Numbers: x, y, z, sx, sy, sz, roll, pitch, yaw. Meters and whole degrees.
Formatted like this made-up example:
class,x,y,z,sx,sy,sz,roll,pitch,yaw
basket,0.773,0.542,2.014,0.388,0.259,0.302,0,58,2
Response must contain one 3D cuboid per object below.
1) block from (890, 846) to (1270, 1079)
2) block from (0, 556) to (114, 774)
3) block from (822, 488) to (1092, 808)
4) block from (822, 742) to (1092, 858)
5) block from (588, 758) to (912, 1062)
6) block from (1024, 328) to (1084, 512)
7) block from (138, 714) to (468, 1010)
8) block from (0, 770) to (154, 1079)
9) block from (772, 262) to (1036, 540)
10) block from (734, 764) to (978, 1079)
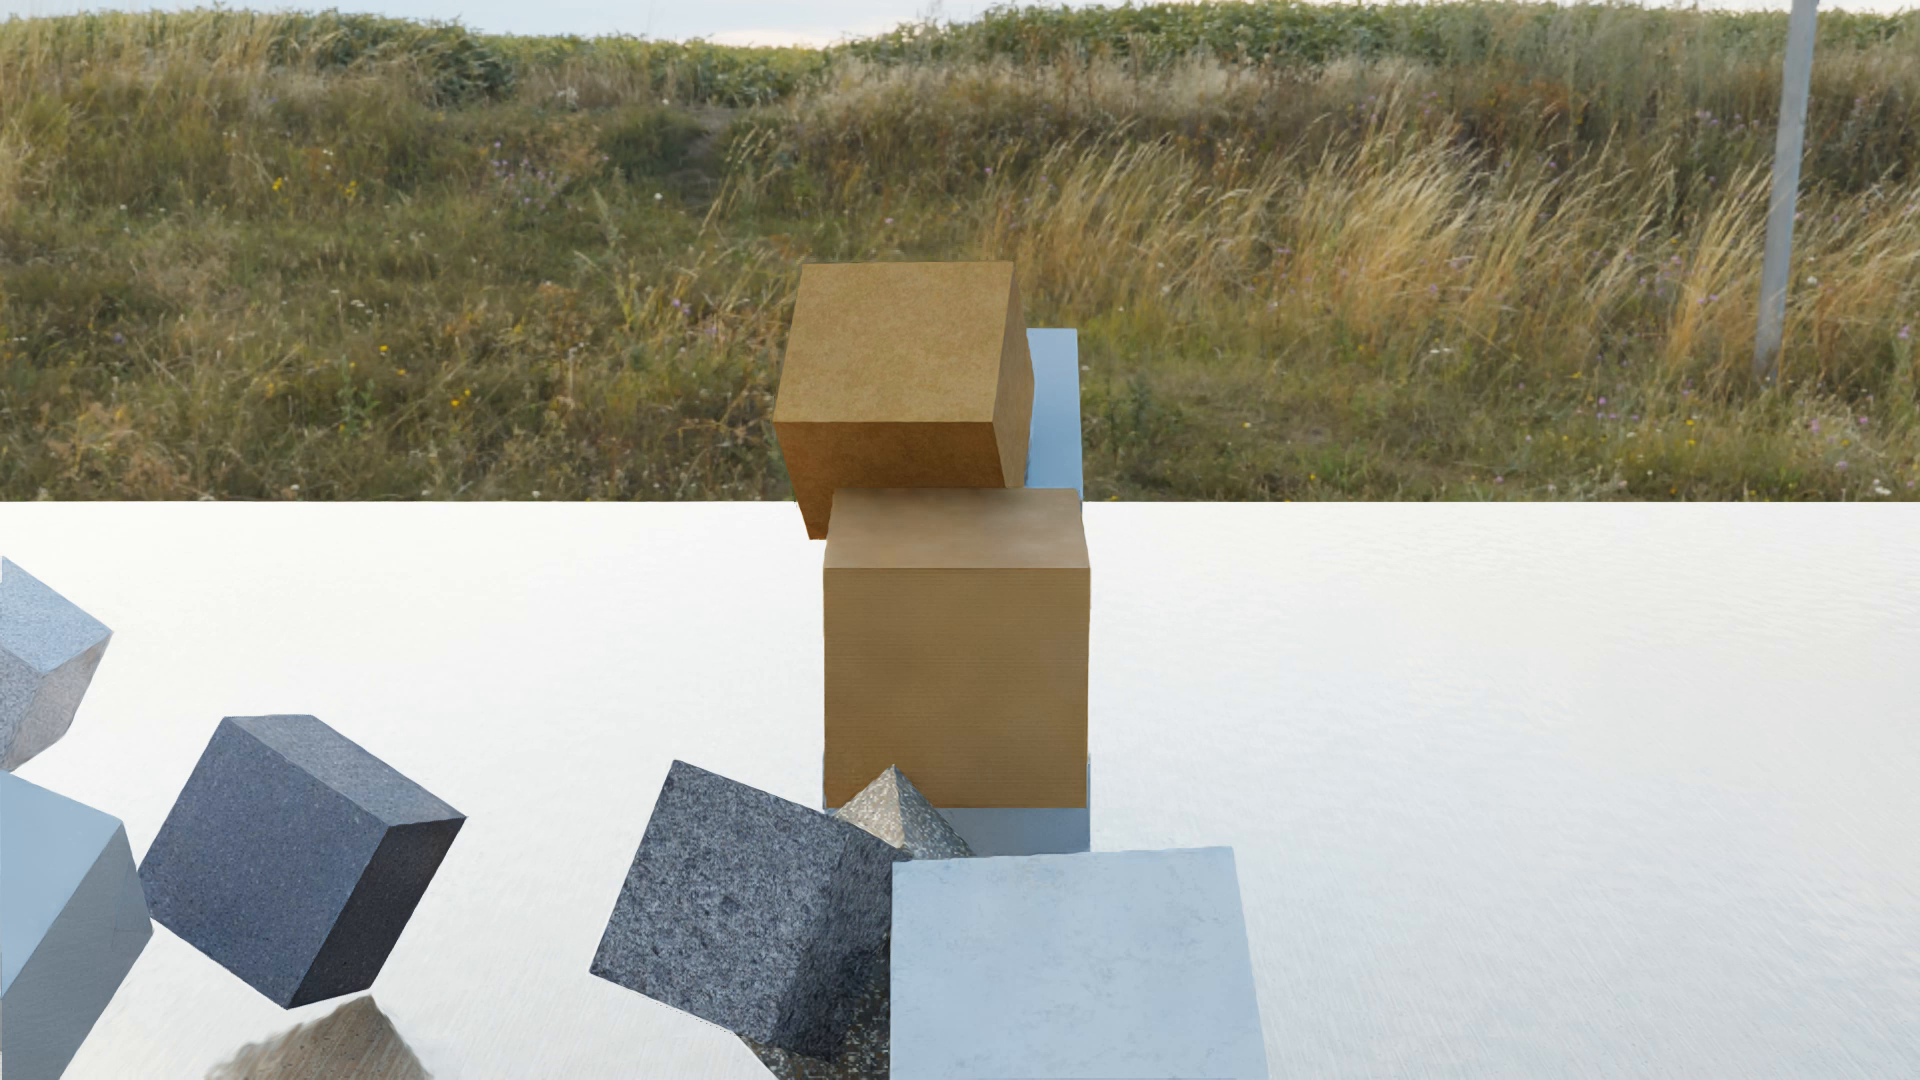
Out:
class,x,y,z,sx,sy,sz,roll,pitch,yaw
block,0.323,1.564,7.188,0.973,0.968,0.964,-3,33,1
block,-4.696,0.625,12.527,0.682,0.705,0.589,34,24,3
block,-0.016,0.383,9.585,0.940,0.911,1.006,0,17,0
block,-0.011,1.190,10.346,1.021,0.957,1.005,0,10,0
block,-0.604,1.103,7.587,0.591,0.658,0.612,18,-10,20
block,0.023,-0.182,11.209,0.961,1.139,0.953,0,51,0
block,-2.492,1.191,9.670,0.770,0.776,0.694,31,4,13
block,-3.246,1.342,8.515,0.661,0.803,0.844,21,54,7
block,-0.199,-0.550,10.226,0.848,0.755,0.810,0,54,10
block,-0.214,1.427,8.420,0.793,0.874,0.927,-41,10,4
